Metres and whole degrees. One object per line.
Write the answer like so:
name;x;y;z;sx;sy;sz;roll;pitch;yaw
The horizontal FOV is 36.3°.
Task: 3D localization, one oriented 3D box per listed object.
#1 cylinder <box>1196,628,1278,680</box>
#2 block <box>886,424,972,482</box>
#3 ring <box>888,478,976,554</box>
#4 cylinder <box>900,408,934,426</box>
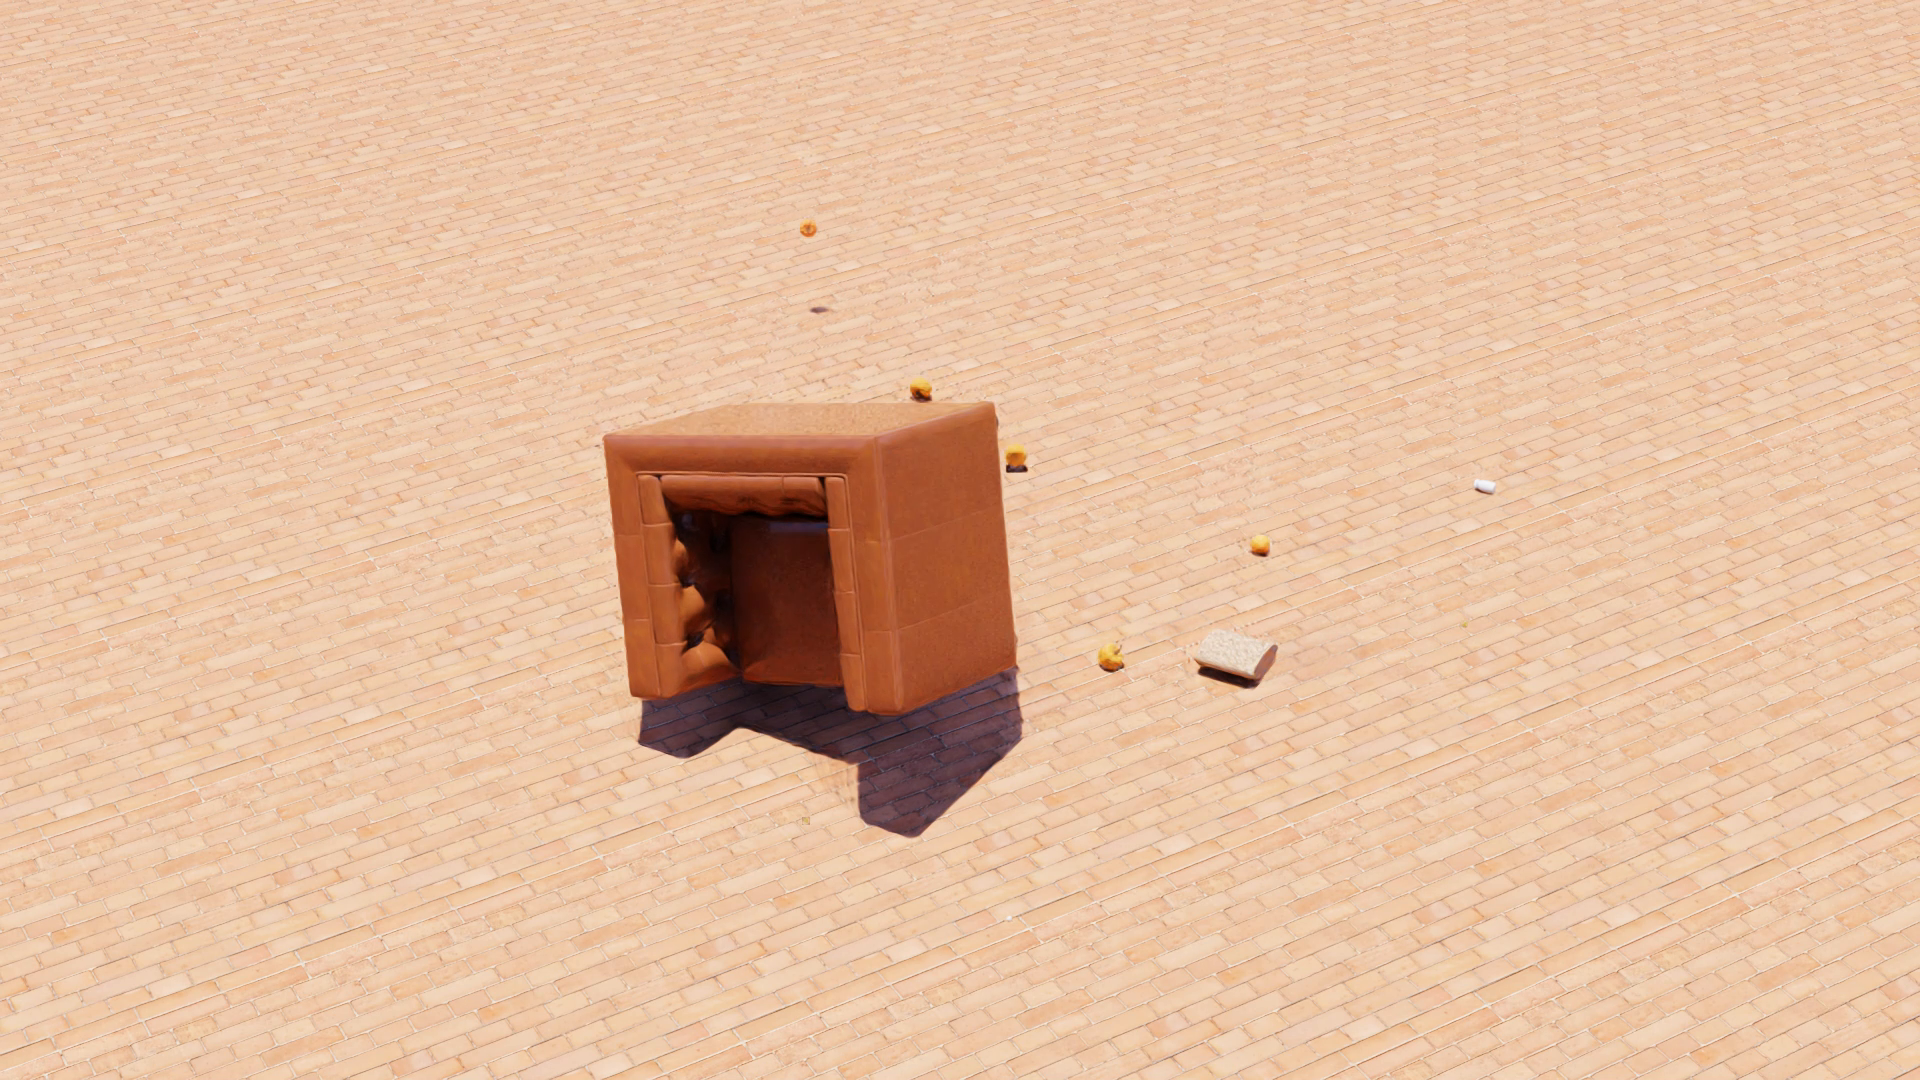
cylinder;0.967;0.398;10.250;0.217;0.094;0.235;15;28;22
block;-0.120;-0.339;11.364;0.284;0.104;0.175;13;36;19
ring;-0.102;-0.093;10.893;0.381;0.097;0.343;40;33;12
cylinder;-0.171;-0.488;11.616;0.116;0.062;0.061;9;19;19
